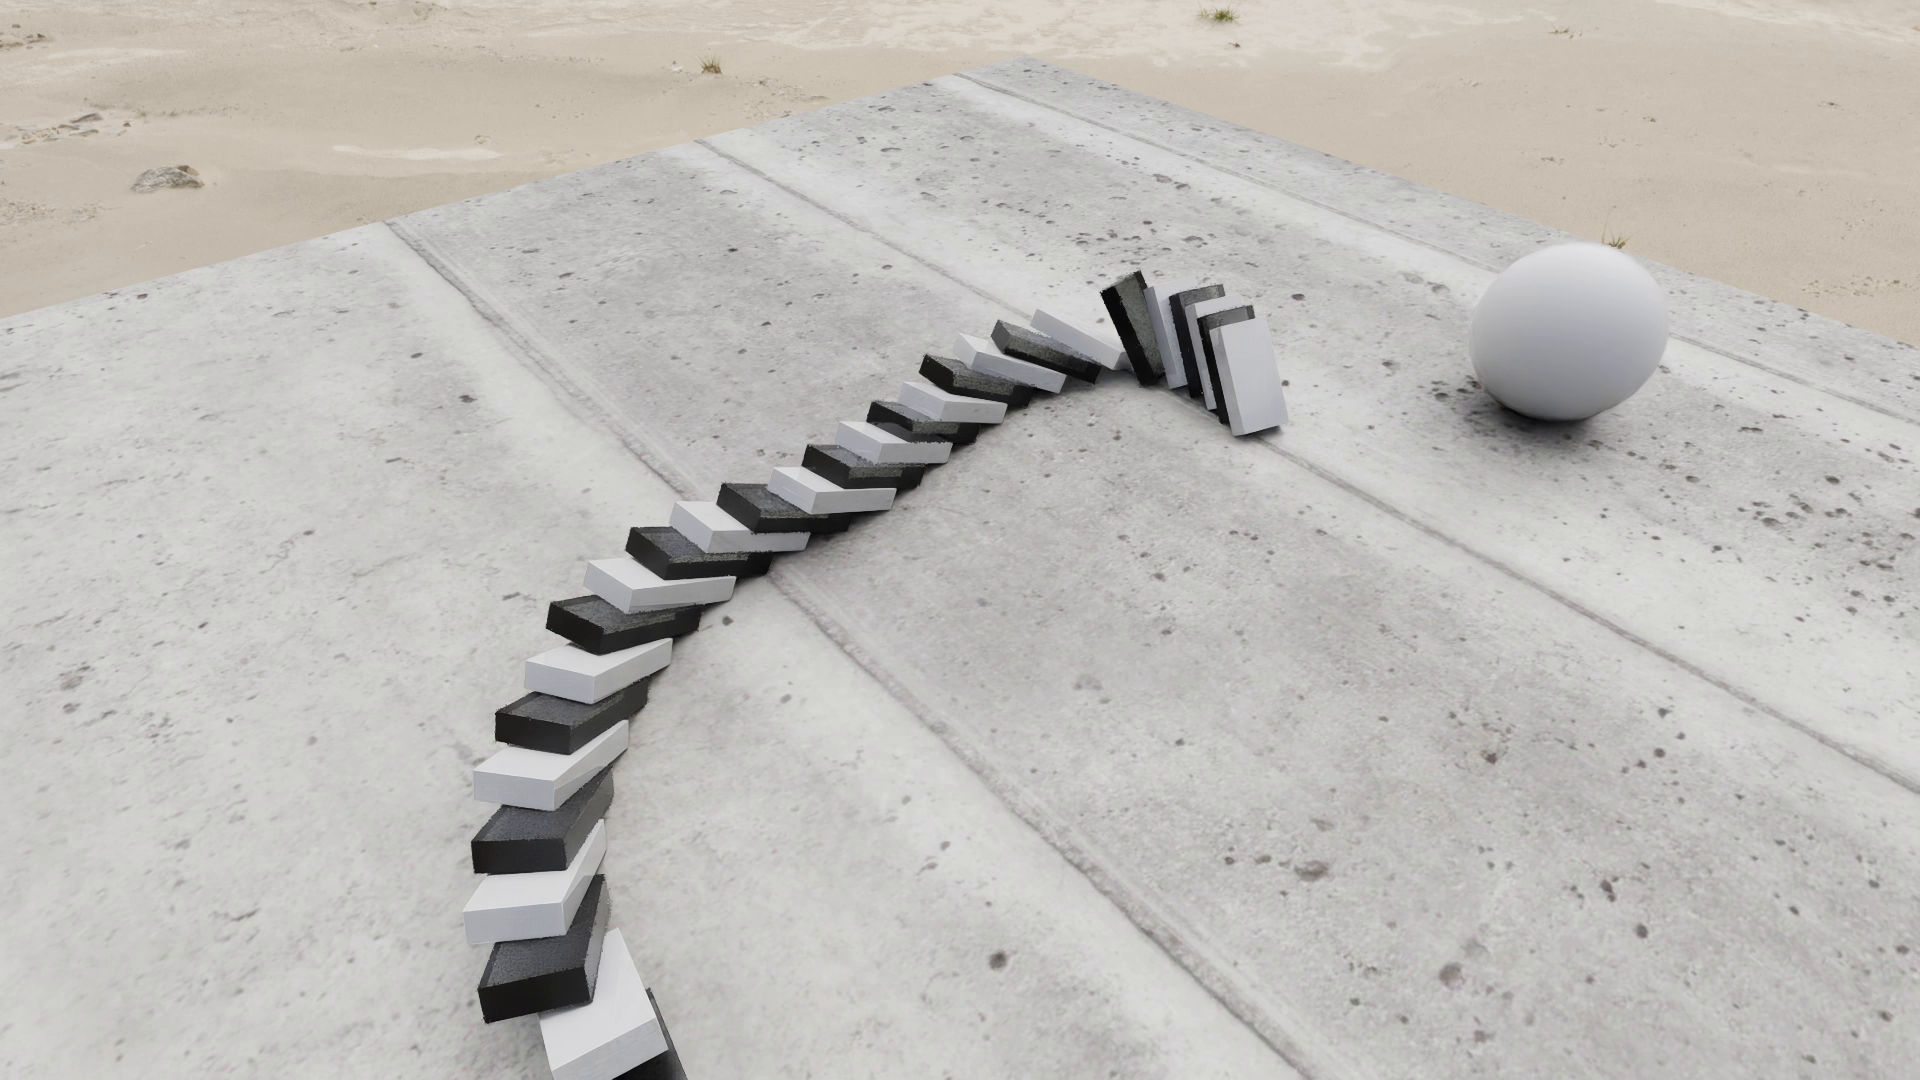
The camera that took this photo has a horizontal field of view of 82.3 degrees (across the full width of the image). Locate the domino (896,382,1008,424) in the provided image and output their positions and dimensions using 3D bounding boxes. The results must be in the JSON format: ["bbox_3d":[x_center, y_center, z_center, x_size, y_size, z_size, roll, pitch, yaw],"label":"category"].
[{"bbox_3d":[-0.003,-0.063,0.502,0.025,0.010,0.050,28,19,30],"label":"domino"}]

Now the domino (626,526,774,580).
[{"bbox_3d":[-0.099,0.004,0.420,0.025,0.010,0.050,31,19,32],"label":"domino"}]

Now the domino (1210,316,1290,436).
[{"bbox_3d":[0.133,-0.075,0.507,0.025,0.050,0.009,-16,5,-18],"label":"domino"}]

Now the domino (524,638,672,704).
[{"bbox_3d":[-0.122,0.042,0.374,0.025,0.010,0.050,10,11,12],"label":"domino"}]

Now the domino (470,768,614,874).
[{"bbox_3d":[-0.122,0.082,0.326,0.025,0.009,0.050,-1,11,-2],"label":"domino"}]

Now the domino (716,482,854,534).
[{"bbox_3d":[-0.070,-0.013,0.441,0.025,0.010,0.050,32,20,33],"label":"domino"}]

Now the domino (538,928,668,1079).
[{"bbox_3d":[-0.093,0.119,0.280,0.025,0.010,0.050,-21,16,-24],"label":"domino"}]

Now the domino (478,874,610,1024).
[{"bbox_3d":[-0.110,0.108,0.294,0.025,0.009,0.050,-9,11,-11],"label":"domino"}]

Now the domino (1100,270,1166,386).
[{"bbox_3d":[0.089,-0.104,0.541,0.010,0.050,0.025,-13,19,46],"label":"domino"}]

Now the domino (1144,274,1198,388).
[{"bbox_3d":[0.109,-0.102,0.539,0.025,0.050,0.009,-18,6,-21],"label":"domino"}]

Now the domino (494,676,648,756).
[{"bbox_3d":[-0.125,0.055,0.359,0.025,0.010,0.050,8,11,10],"label":"domino"}]

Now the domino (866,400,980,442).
[{"bbox_3d":[-0.016,-0.052,0.490,0.025,0.009,0.050,28,19,30],"label":"domino"}]

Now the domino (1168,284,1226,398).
[{"bbox_3d":[0.119,-0.096,0.532,0.025,0.050,0.010,-15,5,-18],"label":"domino"}]

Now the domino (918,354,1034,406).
[{"bbox_3d":[0.008,-0.075,0.517,0.050,0.009,0.025,2,27,-42],"label":"domino"}]

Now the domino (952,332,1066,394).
[{"bbox_3d":[0.024,-0.085,0.529,0.050,0.009,0.025,10,25,-28],"label":"domino"}]

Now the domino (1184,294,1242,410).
[{"bbox_3d":[0.126,-0.090,0.524,0.025,0.050,0.009,-16,5,-18],"label":"domino"}]

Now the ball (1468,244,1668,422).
[{"bbox_3d":[0.277,-0.094,0.503,0.080,0.080,0.080,0,39,0],"label":"ball"}]

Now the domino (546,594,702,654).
[{"bbox_3d":[-0.118,0.027,0.391,0.025,0.010,0.050,20,14,23],"label":"domino"}]

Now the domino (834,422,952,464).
[{"bbox_3d":[-0.028,-0.042,0.478,0.025,0.010,0.050,28,19,30],"label":"domino"}]

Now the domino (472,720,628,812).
[{"bbox_3d":[-0.126,0.068,0.343,0.025,0.010,0.050,6,12,7],"label":"domino"}]

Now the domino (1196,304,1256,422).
[{"bbox_3d":[0.130,-0.083,0.516,0.025,0.050,0.009,-16,5,-18],"label":"domino"}]

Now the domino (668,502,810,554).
[{"bbox_3d":[-0.086,-0.005,0.431,0.025,0.010,0.050,32,20,33],"label":"domino"}]

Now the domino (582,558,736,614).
[{"bbox_3d":[-0.110,0.015,0.406,0.025,0.009,0.050,26,16,29],"label":"domino"}]

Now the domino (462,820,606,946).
[{"bbox_3d":[-0.118,0.095,0.310,0.025,0.010,0.050,-4,11,-5],"label":"domino"}]

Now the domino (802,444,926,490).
[{"bbox_3d":[-0.040,-0.031,0.464,0.025,0.010,0.050,28,19,30],"label":"domino"}]

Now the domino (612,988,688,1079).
[{"bbox_3d":[-0.080,0.140,0.273,0.025,0.010,0.050,-21,44,-24],"label":"domino"}]

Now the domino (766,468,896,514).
[{"bbox_3d":[-0.052,-0.021,0.451,0.025,0.010,0.050,28,19,30],"label":"domino"}]

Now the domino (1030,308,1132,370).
[{"bbox_3d":[0.063,-0.101,0.553,0.050,0.009,0.025,32,23,21],"label":"domino"}]

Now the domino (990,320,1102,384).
[{"bbox_3d":[0.042,-0.092,0.536,0.050,0.010,0.025,15,23,-21],"label":"domino"}]
